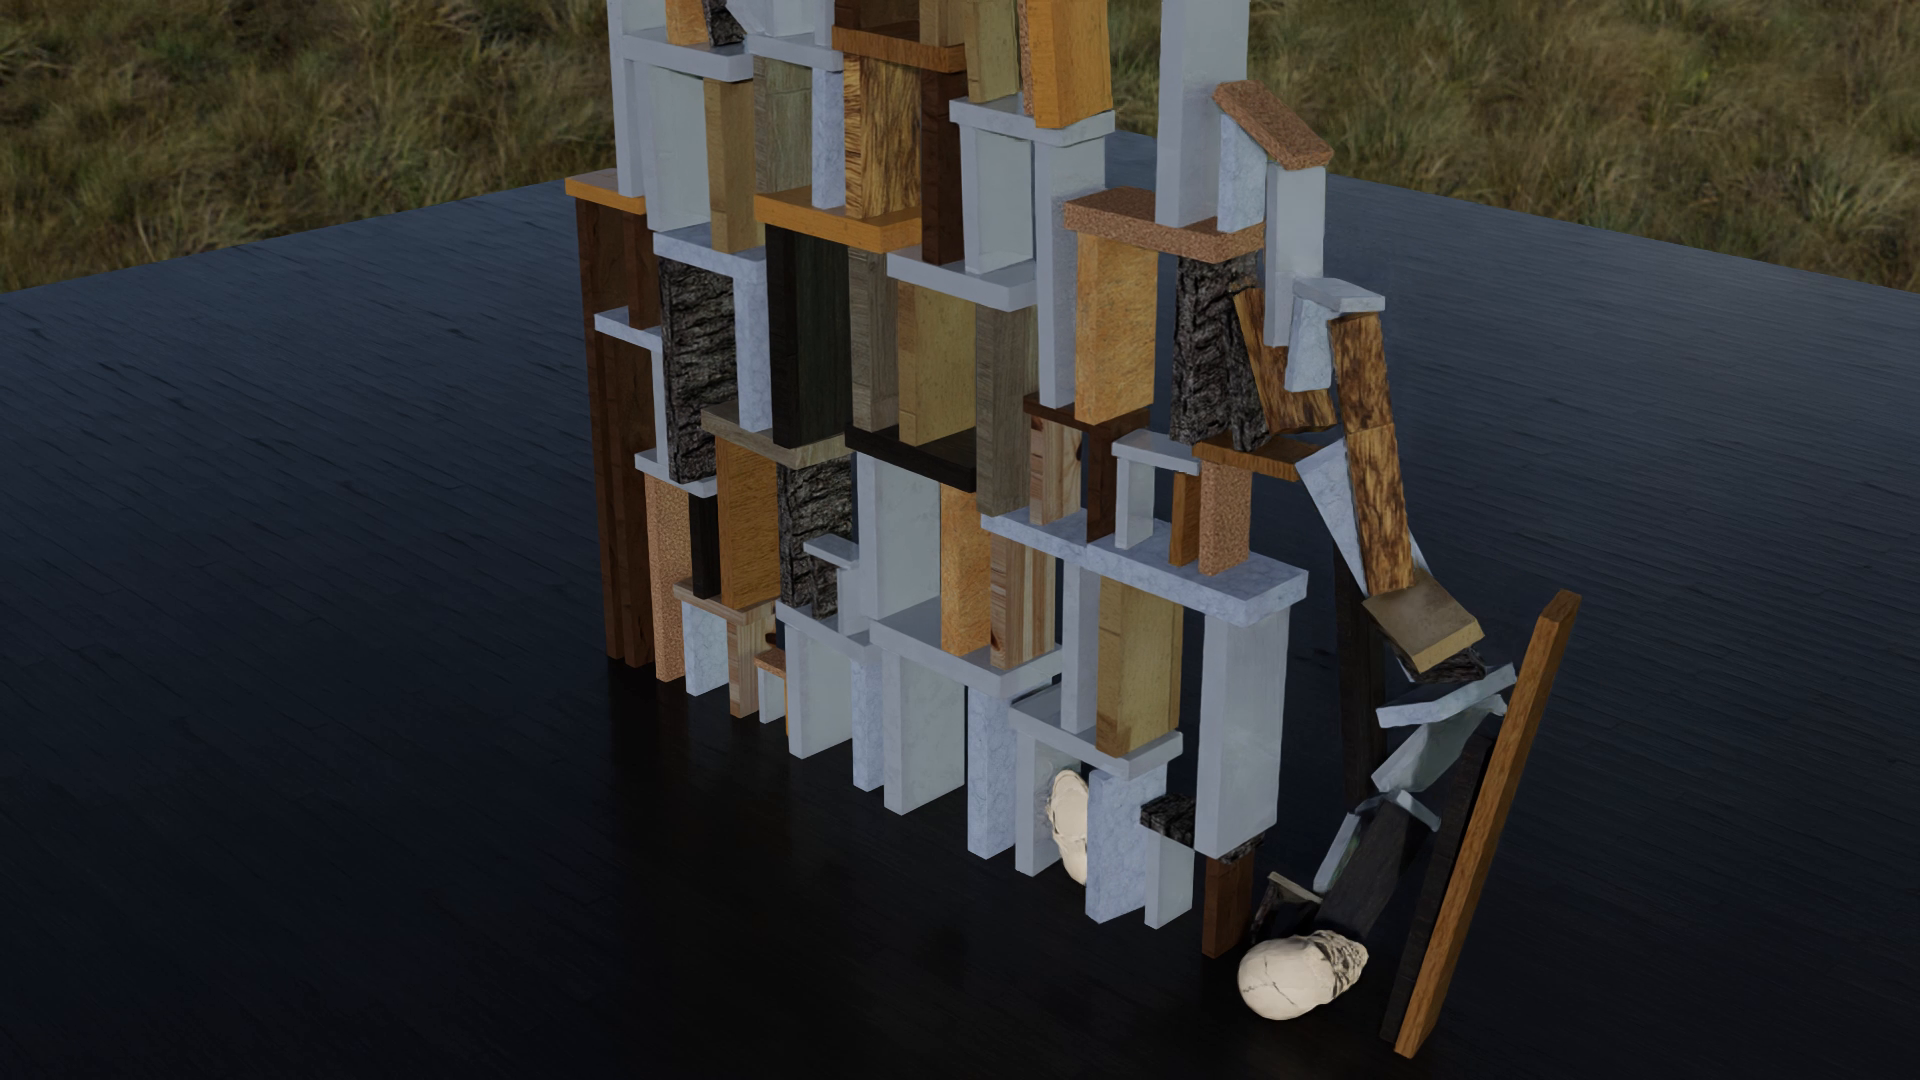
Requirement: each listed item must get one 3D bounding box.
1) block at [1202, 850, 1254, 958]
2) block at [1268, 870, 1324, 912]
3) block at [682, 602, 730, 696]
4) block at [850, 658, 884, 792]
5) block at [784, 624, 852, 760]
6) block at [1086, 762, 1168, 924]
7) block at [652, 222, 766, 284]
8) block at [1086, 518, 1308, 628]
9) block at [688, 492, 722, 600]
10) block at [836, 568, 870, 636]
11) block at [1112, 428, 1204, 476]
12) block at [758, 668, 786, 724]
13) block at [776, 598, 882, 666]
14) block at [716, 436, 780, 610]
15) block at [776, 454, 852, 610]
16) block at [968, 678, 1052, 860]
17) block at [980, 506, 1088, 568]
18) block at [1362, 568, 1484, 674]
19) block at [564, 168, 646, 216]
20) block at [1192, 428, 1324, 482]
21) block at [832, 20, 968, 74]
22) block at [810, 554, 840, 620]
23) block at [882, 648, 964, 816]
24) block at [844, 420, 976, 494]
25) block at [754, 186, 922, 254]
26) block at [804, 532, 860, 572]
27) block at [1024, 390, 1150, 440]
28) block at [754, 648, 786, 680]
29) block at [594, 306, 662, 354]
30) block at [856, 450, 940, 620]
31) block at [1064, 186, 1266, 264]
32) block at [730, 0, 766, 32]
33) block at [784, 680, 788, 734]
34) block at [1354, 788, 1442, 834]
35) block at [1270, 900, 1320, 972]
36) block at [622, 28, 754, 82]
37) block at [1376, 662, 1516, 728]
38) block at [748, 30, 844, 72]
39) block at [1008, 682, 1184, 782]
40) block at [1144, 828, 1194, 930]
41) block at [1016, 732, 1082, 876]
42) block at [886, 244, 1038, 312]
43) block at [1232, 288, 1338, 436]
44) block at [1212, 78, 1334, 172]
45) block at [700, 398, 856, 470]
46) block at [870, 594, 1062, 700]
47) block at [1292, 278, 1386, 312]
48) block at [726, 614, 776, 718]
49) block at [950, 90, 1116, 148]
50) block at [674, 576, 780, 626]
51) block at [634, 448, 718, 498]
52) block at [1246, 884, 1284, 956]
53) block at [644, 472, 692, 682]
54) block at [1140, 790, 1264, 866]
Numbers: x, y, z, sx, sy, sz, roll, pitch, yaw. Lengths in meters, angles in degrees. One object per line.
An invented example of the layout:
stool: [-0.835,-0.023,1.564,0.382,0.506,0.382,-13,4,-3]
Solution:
block: [0.485,0.645,3.978,0.029,0.204,0.102,21,31,41]
block: [0.616,0.651,4.009,0.117,0.059,0.017,28,62,29]
block: [-0.565,0.226,4.937,0.032,0.229,0.114,21,31,40]
block: [-0.153,0.354,4.539,0.043,0.301,0.151,21,31,41]
block: [-0.295,0.300,4.667,0.151,0.302,0.043,-20,30,-39]
block: [0.308,0.550,4.078,0.151,0.301,0.043,-15,27,-32]
block: [-0.457,-0.587,4.451,0.320,0.045,0.160,21,31,40]
block: [0.408,0.052,3.804,0.347,0.049,0.174,21,31,40]
block: [-0.528,-0.004,4.788,0.035,0.245,0.122,20,30,39]
block: [-0.210,0.118,4.418,0.071,0.142,0.020,-16,27,-32]
block: [0.353,-0.151,3.753,0.169,0.024,0.085,16,28,33]
block: [-0.409,0.329,4.814,0.019,0.133,0.067,21,31,41]
block: [-0.230,0.169,4.534,0.151,0.043,0.301,-18,29,-37]
block: [-0.440,-0.060,4.719,0.159,0.402,0.045,-19,30,-37]
block: [-0.298,-0.032,4.546,0.159,0.319,0.045,-20,30,-39]
block: [0.097,0.426,4.295,0.180,0.360,0.051,-21,31,-41]
block: [0.183,-0.021,4.013,0.136,0.039,0.272,-21,31,-40]
block: [0.734,0.126,3.499,0.116,0.033,0.232,-30,22,2]
block: [-0.709,-0.742,4.672,0.255,0.036,0.127,21,31,40]
block: [0.497,-0.145,3.642,0.203,0.029,0.102,17,28,38]
block: [-0.072,-0.886,3.922,0.151,0.043,0.301,-21,31,-40]
block: [-0.271,0.087,4.492,0.020,0.142,0.071,19,29,39]
block: [-0.073,0.360,4.451,0.180,0.360,0.051,-21,31,-41]
block: [-0.041,-0.179,4.186,0.172,0.049,0.344,-21,31,-40]
block: [-0.208,-0.619,4.185,0.355,0.050,0.178,21,31,41]
block: [-0.242,0.023,4.433,0.071,0.020,0.142,-21,30,-40]
block: [0.222,-0.228,3.884,0.207,0.029,0.104,21,31,40]
block: [-0.378,0.272,4.756,0.133,0.019,0.067,21,31,41]
block: [-0.658,-0.456,4.744,0.129,0.037,0.258,-21,31,-40]
block: [-0.120,-0.030,4.338,0.172,0.344,0.049,-21,31,-40]
block: [0.344,-0.524,3.635,0.317,0.045,0.158,20,31,39]
block: [-0.384,-1.020,4.247,0.072,0.020,0.143,-22,65,-40]
block: [-0.347,0.354,4.756,0.019,0.133,0.067,21,31,41]
block: [0.809,0.511,4.061,0.027,0.094,0.189,-52,2,-19]
block: [0.611,0.710,3.944,0.117,0.059,0.017,-45,25,-18]
block: [-0.496,-0.965,4.346,0.171,0.048,0.342,-20,30,-39]
block: [0.839,0.267,3.788,0.248,0.035,0.124,-17,3,-44]
block: [-0.268,-0.921,4.114,0.131,0.037,0.261,-19,29,-37]
block: [0.251,0.354,4.100,0.151,0.043,0.302,-21,31,-40]
block: [0.389,0.608,4.067,0.029,0.204,0.102,21,31,41]
block: [0.172,0.482,4.238,0.043,0.301,0.151,18,29,36]
block: [0.032,-0.483,3.979,0.157,0.044,0.314,-21,31,-40]
block: [0.519,-0.286,3.503,0.117,0.234,0.033,-5,-14,-32]
block: [0.485,-0.645,3.411,0.094,0.027,0.187,-16,55,-39]
block: [-0.376,-0.227,4.541,0.159,0.045,0.319,-19,30,-38]
block: [0.012,0.204,4.293,0.360,0.051,0.180,21,31,41]
block: [0.578,-0.375,3.361,0.075,0.021,0.150,-4,19,-19]
block: [-0.456,0.267,4.840,0.032,0.229,0.114,20,30,38]
block: [0.122,-0.725,3.759,0.133,0.038,0.266,-23,32,-39]
block: [-0.512,0.126,4.838,0.229,0.032,0.114,20,30,39]
block: [-0.585,-0.155,4.787,0.122,0.035,0.245,-20,30,-39]
block: [0.553,0.688,3.987,0.017,0.058,0.117,14,66,29]
block: [-0.637,0.070,4.949,0.035,0.506,0.122,21,31,41]
block: [0.437,0.519,3.976,0.204,0.029,0.102,21,31,40]
